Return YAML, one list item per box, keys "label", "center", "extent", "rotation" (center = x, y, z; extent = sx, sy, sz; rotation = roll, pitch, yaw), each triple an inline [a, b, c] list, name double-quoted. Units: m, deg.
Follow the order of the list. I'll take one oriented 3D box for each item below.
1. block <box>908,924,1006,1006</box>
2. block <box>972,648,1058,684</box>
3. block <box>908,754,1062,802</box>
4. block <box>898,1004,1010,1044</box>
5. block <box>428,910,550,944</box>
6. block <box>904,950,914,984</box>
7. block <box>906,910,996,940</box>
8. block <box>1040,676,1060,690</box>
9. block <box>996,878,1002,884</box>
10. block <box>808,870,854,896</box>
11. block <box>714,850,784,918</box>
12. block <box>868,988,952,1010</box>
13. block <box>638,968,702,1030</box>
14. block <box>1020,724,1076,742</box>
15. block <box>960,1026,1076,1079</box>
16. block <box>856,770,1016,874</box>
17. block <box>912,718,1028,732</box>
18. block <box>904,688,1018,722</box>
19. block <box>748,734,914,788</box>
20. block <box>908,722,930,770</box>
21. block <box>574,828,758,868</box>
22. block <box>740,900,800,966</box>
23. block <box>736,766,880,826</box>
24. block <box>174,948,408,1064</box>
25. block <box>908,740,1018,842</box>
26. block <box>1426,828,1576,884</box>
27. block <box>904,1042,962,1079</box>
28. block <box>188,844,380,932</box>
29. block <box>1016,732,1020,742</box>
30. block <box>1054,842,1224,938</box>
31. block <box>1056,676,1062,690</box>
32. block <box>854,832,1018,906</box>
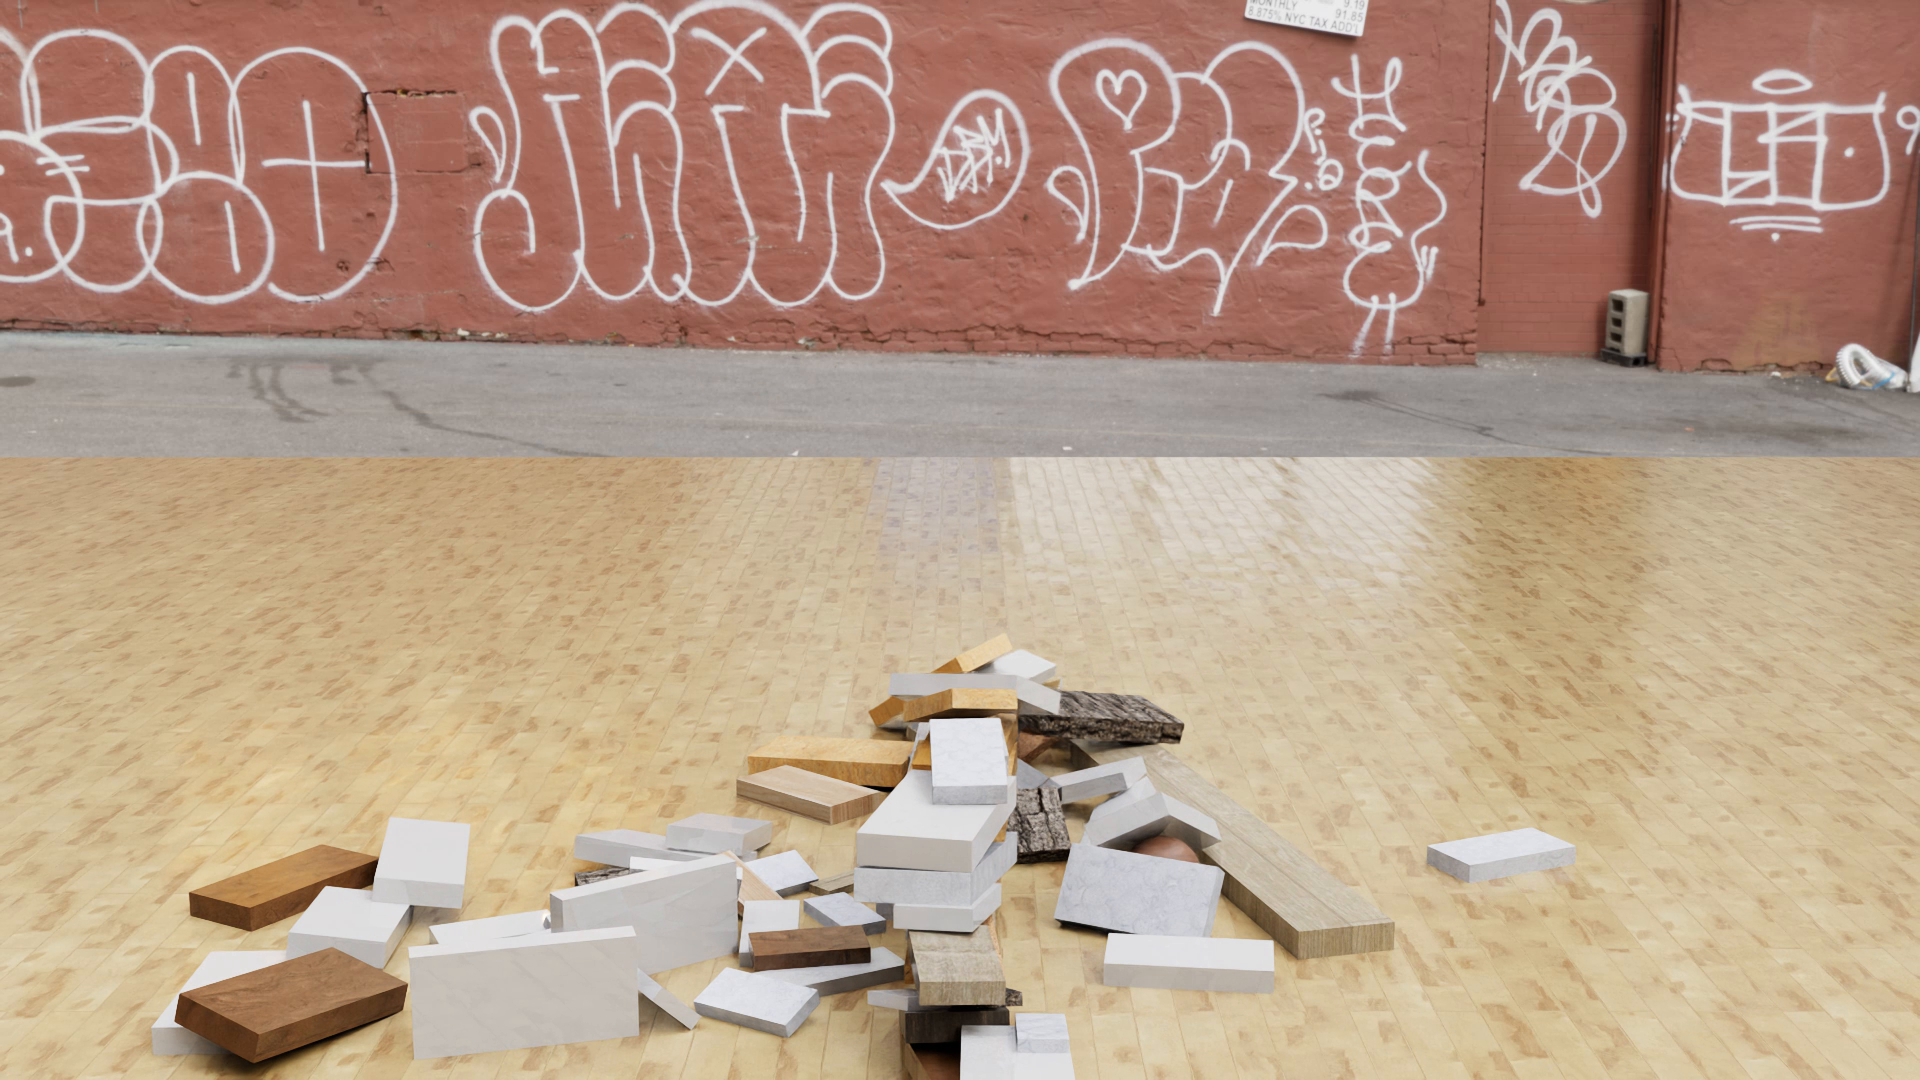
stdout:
- label: "block"
  center: [-0.007, 0.559, 2.901]
  extent: [0.109, 0.031, 0.219]
  rotation: [1, 9, -6]
- label: "block"
  center: [0.110, 0.273, 4.487]
  extent: [0.092, 0.026, 0.184]
  rotation: [23, 24, 29]
- label: "block"
  center: [0.044, 0.434, 4.009]
  extent: [0.263, 0.037, 0.131]
  rotation: [30, 49, 34]
- label: "block"
  center: [-0.011, 0.652, 3.004]
  extent: [0.136, 0.039, 0.273]
  rotation: [-1, -7, -4]
- label: "block"
  center: [-0.727, 0.619, 3.441]
  extent: [0.188, 0.027, 0.094]
  rotation: [-5, 11, -24]
- label: "block"
  center: [-0.026, 0.586, 3.135]
  extent: [0.095, 0.027, 0.190]
  rotation: [-2, 9, 3]
- label: "block"
  center: [-0.012, 0.587, 3.365]
  extent: [0.121, 0.034, 0.243]
  rotation: [-1, -6, 4]
- label: "block"
  center: [0.125, 0.296, 4.548]
  extent: [0.092, 0.026, 0.184]
  rotation: [21, 14, 25]
- label: "block"
  center: [0.000, 0.566, 3.517]
  extent: [0.122, 0.034, 0.243]
  rotation: [-1, -5, 3]
- label: "block"
  center: [-0.198, 0.578, 3.693]
  extent: [0.052, 0.015, 0.103]
  rotation: [10, 15, 44]
- label: "block"
  center: [-0.358, 0.566, 3.585]
  extent: [0.148, 0.021, 0.074]
  rotation: [36, 30, 32]
- label: "block"
  center: [-0.069, 0.621, 2.970]
  extent: [0.064, 0.018, 0.129]
  rotation: [2, -8, -26]
- label: "block"
  center: [-0.441, 0.647, 3.162]
  extent: [0.082, 0.023, 0.164]
  rotation: [45, -15, -30]
- label: "block"
  center: [0.192, 0.390, 4.577]
  extent: [0.145, 0.021, 0.072]
  rotation: [8, 13, 36]
- label: "block"
  center: [0.069, 0.656, 2.728]
  extent: [0.136, 0.039, 0.273]
  rotation: [0, 2, 0]
- label: "block"
  center: [-0.029, 0.398, 3.142]
  extent: [0.161, 0.046, 0.322]
  rotation: [2, 10, 12]
- label: "block"
  center: [0.035, 0.347, 4.390]
  extent: [0.159, 0.045, 0.319]
  rotation: [18, 13, 16]
- label: "block"
  center: [-0.002, 0.259, 3.433]
  extent: [0.106, 0.030, 0.212]
  rotation: [3, -11, -22]
- label: "block"
  center: [-0.238, 0.435, 4.340]
  extent: [0.322, 0.046, 0.161]
  rotation: [1, 10, 19]
- label: "block"
  center: [-0.016, 0.335, 3.668]
  extent: [0.111, 0.031, 0.221]
  rotation: [3, 34, 8]
- label: "block"
  center: [-0.504, 0.539, 3.761]
  extent: [0.279, 0.040, 0.140]
  rotation: [5, 0, 27]
- label: "block"
  center: [-0.296, 0.612, 3.428]
  extent: [0.087, 0.025, 0.175]
  rotation: [0, 17, -2]
- label: "block"
  center: [-0.288, 0.481, 4.156]
  extent: [0.258, 0.037, 0.129]
  rotation: [10, 14, 42]
- label: "block"
  center: [-0.931, 0.647, 3.078]
  extent: [0.148, 0.042, 0.295]
  rotation: [18, 11, 25]
- label: "block"
  center: [-0.001, 0.387, 3.423]
  extent: [0.161, 0.046, 0.322]
  rotation: [1, 14, 5]
- label: "block"
  center: [0.939, 0.546, 3.816]
  extent: [0.230, 0.033, 0.115]
  rotation: [-5, 12, -26]
- label: "block"
  center: [0.016, 0.691, 2.838]
  extent: [0.136, 0.039, 0.273]
  rotation: [0, 2, -10]
- label: "block"
  center: [-1.114, 0.574, 3.646]
  extent: [0.142, 0.040, 0.284]
  rotation: [6, 12, 30]
- label: "block"
  center: [0.015, 0.404, 4.328]
  extent: [0.159, 0.045, 0.319]
  rotation: [16, 13, 8]
- label: "block"
  center: [0.282, 0.562, 3.475]
  extent: [0.251, 0.126, 0.036]
  rotation: [6, -20, 28]
- label: "block"
  center: [0.135, 0.322, 5.043]
  extent: [0.184, 0.026, 0.092]
  rotation: [10, 14, 43]
- label: "block"
  center: [-0.029, 0.471, 3.190]
  extent: [0.161, 0.046, 0.409]
  rotation: [1, 0, 10]
